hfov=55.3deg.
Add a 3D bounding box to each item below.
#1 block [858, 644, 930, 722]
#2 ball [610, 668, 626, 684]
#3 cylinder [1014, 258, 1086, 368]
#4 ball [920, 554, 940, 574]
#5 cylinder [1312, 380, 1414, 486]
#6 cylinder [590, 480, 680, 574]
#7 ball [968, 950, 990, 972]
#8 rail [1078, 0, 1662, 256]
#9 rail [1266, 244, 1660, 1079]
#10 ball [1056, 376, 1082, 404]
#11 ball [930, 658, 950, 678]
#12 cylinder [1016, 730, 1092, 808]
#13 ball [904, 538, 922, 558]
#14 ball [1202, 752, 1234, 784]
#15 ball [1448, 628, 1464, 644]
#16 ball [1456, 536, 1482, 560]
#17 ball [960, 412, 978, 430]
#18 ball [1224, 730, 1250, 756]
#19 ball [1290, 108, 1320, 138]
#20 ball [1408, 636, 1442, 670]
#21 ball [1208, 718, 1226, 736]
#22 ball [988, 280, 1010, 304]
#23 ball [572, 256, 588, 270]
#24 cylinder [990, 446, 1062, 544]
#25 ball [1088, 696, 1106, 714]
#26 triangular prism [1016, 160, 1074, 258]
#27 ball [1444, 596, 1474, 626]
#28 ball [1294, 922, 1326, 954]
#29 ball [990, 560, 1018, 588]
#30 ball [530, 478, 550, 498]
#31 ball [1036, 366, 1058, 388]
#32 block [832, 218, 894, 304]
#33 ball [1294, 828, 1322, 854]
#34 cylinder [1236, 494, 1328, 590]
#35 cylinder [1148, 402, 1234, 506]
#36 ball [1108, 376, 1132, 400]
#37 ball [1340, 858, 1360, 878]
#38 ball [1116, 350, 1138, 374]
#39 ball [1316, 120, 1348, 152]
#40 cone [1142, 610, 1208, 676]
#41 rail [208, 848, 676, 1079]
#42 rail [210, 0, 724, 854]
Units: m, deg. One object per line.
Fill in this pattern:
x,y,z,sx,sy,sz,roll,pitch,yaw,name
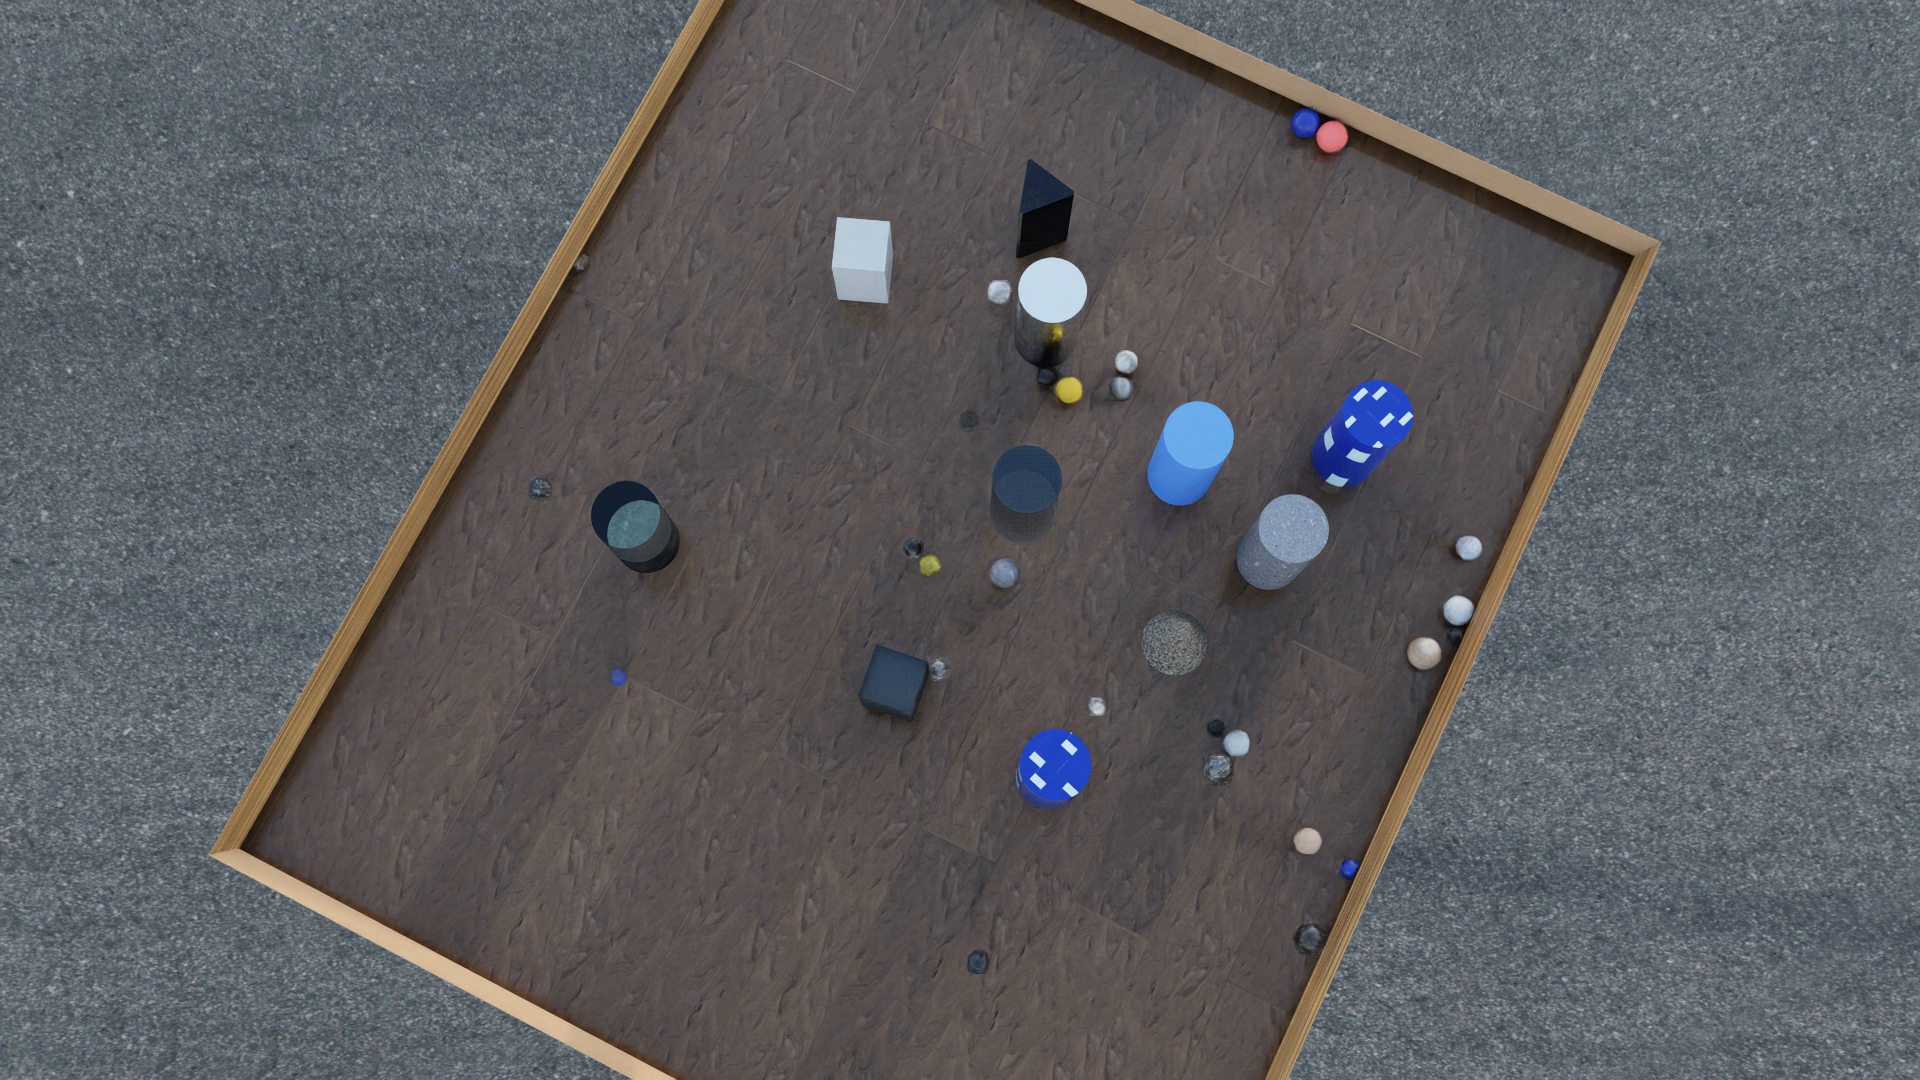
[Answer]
-0.193,0.425,5.405,0.159,0.241,0.159,18,79,4,block
-1.029,0.409,5.509,0.046,0.046,0.046,0,78,0,ball
0.269,-0.681,5.533,0.199,0.440,0.199,0,78,0,cylinder
-0.091,0.075,5.569,0.063,0.063,0.063,0,78,0,ball
1.187,-0.309,5.435,0.199,0.481,0.199,0,78,0,cylinder
-0.958,-0.035,5.431,0.199,0.378,0.199,0,78,0,cylinder
0.053,1.225,5.330,0.065,0.065,0.065,0,78,0,ball
0.798,-1.557,5.872,3.050,0.129,0.045,26,80,5,rail
1.343,0.664,5.412,0.045,0.129,3.618,26,80,5,rail
0.337,-0.464,5.671,0.082,0.082,0.082,0,78,0,ball
-0.063,0.387,5.506,0.060,0.060,0.060,0,78,0,ball
0.266,0.664,5.282,0.199,0.386,0.199,0,78,0,cylinder
-0.143,0.025,5.582,0.058,0.058,0.058,0,78,0,ball
0.765,0.676,5.430,0.092,0.092,0.092,0,78,0,ball
1.495,0.290,5.533,0.047,0.047,0.047,0,78,0,ball
1.547,0.023,5.574,0.074,0.074,0.074,0,78,0,ball
0.027,-0.369,5.667,0.052,0.052,0.052,0,78,0,ball
0.824,0.605,5.451,0.079,0.079,0.079,0,78,0,ball
1.102,-1.330,5.844,0.093,0.093,0.093,0,78,0,ball
1.394,0.340,5.496,0.099,0.099,0.099,0,78,0,ball
0.766,0.560,5.475,0.051,0.051,0.051,0,78,0,ball
0.123,-0.776,5.740,0.072,0.072,0.072,0,78,0,ball
-1.198,-0.874,5.774,0.046,0.046,0.046,0,78,0,ball
0.191,-0.127,5.414,0.199,0.449,0.199,0,78,0,cylinder
0.411,0.496,5.488,0.052,0.052,0.052,0,78,0,ball
0.233,-1.030,5.637,0.172,0.377,0.149,-21,79,-4,triangular prism
1.504,0.213,5.527,0.090,0.090,0.090,0,78,0,ball
1.019,1.159,5.330,0.092,0.092,0.092,0,78,0,ball
0.134,0.101,5.552,0.086,0.086,0.086,0,78,0,ball
-1.287,-0.158,5.616,0.065,0.065,0.065,0,78,0,ball
0.269,-0.505,5.687,0.066,0.066,0.066,0,78,0,ball
-0.298,-0.858,5.646,0.159,0.291,0.159,5,78,1,block
1.023,0.886,5.393,0.079,0.079,0.079,0,78,0,ball
0.944,0.011,5.394,0.199,0.432,0.199,0,78,0,cylinder
0.678,-0.251,5.431,0.199,0.466,0.199,0,78,0,cylinder
0.494,-0.471,5.678,0.071,0.071,0.071,0,78,0,ball
1.147,0.966,5.387,0.058,0.058,0.058,0,78,0,ball
0.518,-0.552,5.695,0.071,0.071,0.071,0,78,0,ball
1.185,-1.284,5.832,0.099,0.099,0.099,0,78,0,ball
0.650,0.273,5.367,0.199,0.378,0.199,0,78,0,cone
-0.798,1.571,5.224,3.050,0.129,0.045,26,80,5,rail
-1.343,-0.651,5.684,0.045,0.129,3.618,26,80,5,rail
